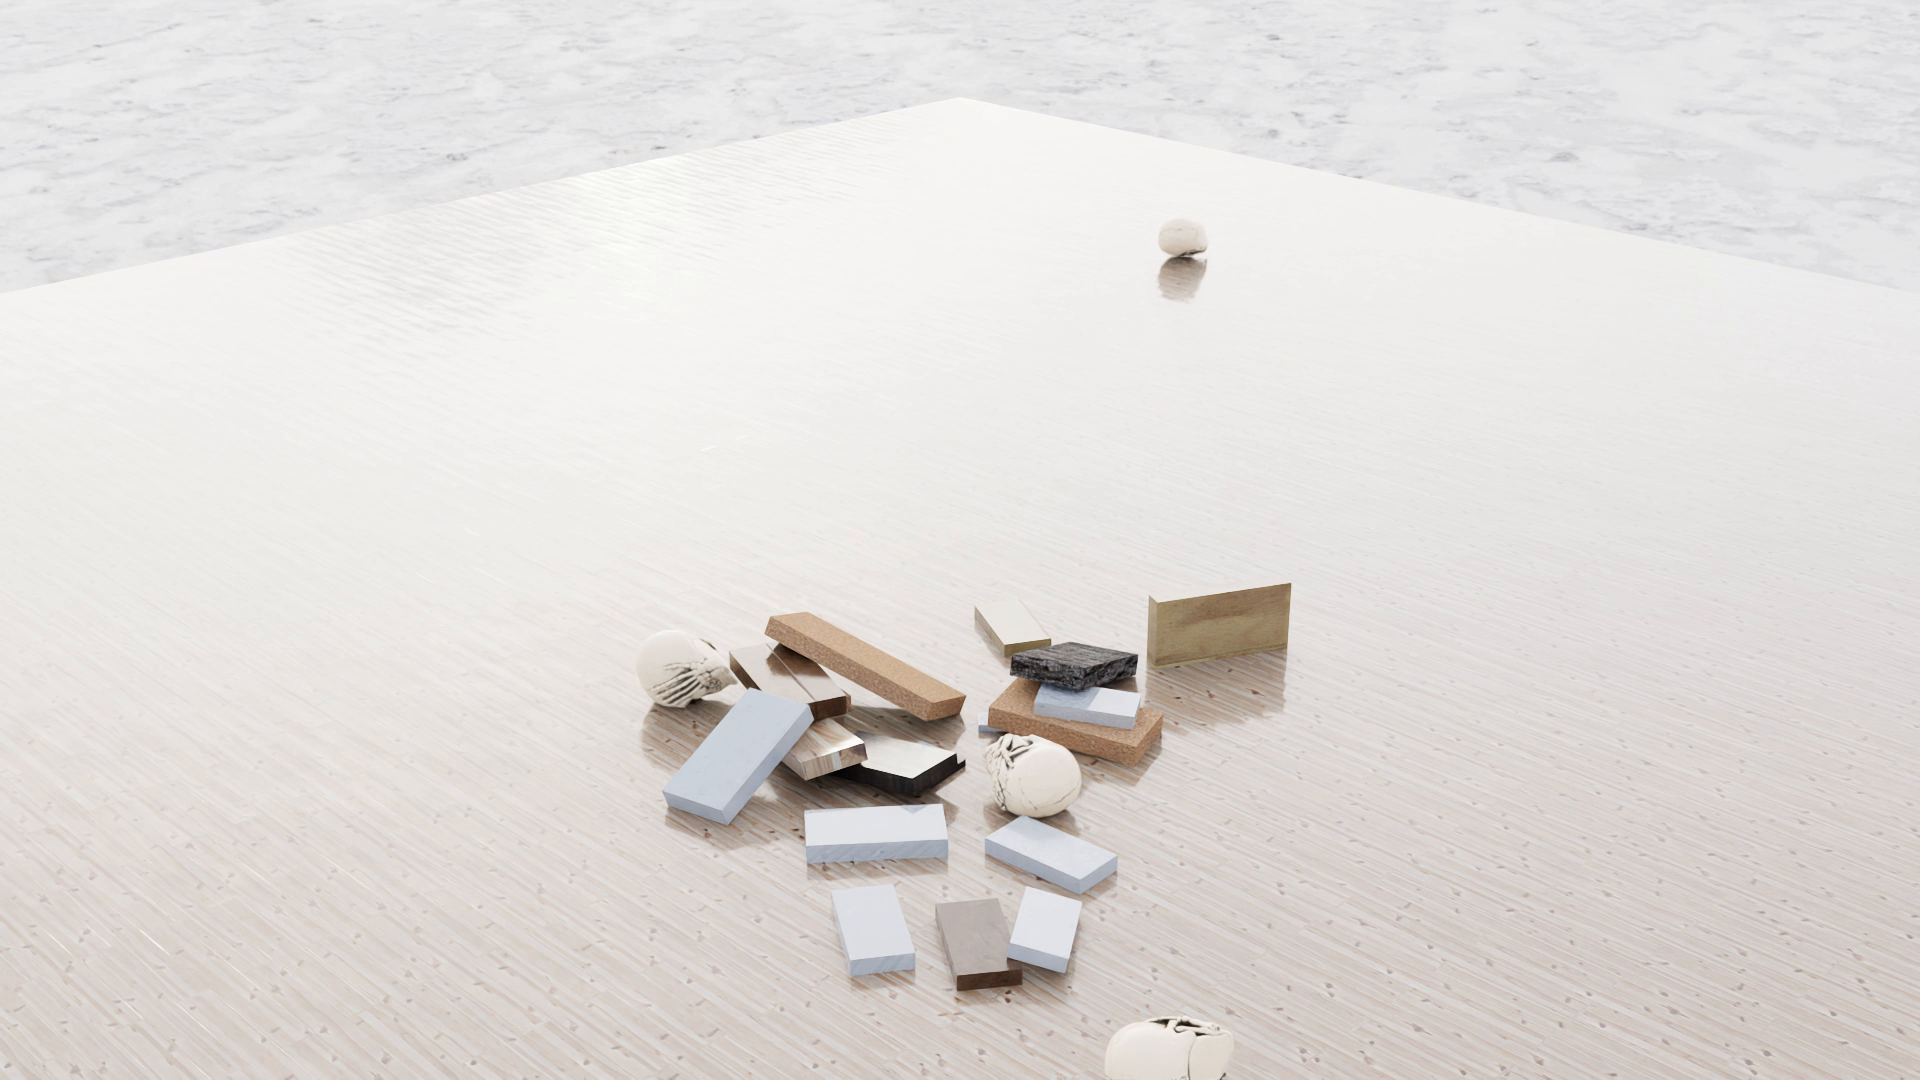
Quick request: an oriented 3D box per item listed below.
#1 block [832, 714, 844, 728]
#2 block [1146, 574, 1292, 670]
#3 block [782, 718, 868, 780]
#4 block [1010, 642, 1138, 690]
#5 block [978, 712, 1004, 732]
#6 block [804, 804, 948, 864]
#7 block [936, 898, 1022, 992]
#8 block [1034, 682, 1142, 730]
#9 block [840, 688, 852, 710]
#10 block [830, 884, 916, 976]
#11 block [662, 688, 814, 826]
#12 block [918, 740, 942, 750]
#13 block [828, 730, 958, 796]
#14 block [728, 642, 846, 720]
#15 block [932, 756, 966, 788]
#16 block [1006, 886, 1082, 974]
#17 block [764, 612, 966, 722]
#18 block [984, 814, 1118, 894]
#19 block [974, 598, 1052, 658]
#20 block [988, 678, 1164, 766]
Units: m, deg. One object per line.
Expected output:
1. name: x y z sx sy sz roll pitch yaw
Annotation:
1. block: -0.356 0.367 4.853 0.116 0.033 0.232 -11 26 -25
2. block: 0.600 0.189 5.097 0.339 0.170 0.048 -8 24 -18
3. block: -0.305 0.430 4.600 0.138 0.039 0.276 -17 14 -19
4. block: 0.258 0.278 4.905 0.170 0.048 0.339 10 6 24
5. block: 0.098 0.397 4.802 0.116 0.016 0.058 0 25 0
6. block: -0.167 0.579 4.346 0.276 0.039 0.138 -2 23 -5
7. block: 0.032 0.732 3.992 0.118 0.033 0.236 -4 23 -9
8. block: 0.275 0.354 4.741 0.216 0.031 0.108 8 25 10
9. block: -0.351 0.330 4.857 0.116 0.033 0.232 -15 27 -32
10. block: -0.161 0.713 4.037 0.118 0.033 0.236 -5 23 -11
11. block: -0.454 0.442 4.522 0.157 0.044 0.313 13 47 31
12. block: -0.096 0.462 4.651 0.058 0.016 0.116 18 29 35
13. block: -0.154 0.462 4.567 0.276 0.039 0.138 8 23 40
14. block: -0.379 0.309 4.807 0.157 0.044 0.313 -10 25 -22
15. block: -0.046 0.480 4.608 0.058 0.016 0.116 16 28 33
16. block: 0.155 0.708 4.004 0.108 0.031 0.216 15 20 5
17. block: -0.211 0.276 4.875 0.446 0.044 0.157 26 14 24
18. block: 0.177 0.610 4.279 0.236 0.033 0.118 19 29 37
19. block: 0.124 0.208 5.229 0.116 0.033 0.232 -7 24 -16
20. block: 0.250 0.388 4.756 0.339 0.048 0.170 14 26 21
